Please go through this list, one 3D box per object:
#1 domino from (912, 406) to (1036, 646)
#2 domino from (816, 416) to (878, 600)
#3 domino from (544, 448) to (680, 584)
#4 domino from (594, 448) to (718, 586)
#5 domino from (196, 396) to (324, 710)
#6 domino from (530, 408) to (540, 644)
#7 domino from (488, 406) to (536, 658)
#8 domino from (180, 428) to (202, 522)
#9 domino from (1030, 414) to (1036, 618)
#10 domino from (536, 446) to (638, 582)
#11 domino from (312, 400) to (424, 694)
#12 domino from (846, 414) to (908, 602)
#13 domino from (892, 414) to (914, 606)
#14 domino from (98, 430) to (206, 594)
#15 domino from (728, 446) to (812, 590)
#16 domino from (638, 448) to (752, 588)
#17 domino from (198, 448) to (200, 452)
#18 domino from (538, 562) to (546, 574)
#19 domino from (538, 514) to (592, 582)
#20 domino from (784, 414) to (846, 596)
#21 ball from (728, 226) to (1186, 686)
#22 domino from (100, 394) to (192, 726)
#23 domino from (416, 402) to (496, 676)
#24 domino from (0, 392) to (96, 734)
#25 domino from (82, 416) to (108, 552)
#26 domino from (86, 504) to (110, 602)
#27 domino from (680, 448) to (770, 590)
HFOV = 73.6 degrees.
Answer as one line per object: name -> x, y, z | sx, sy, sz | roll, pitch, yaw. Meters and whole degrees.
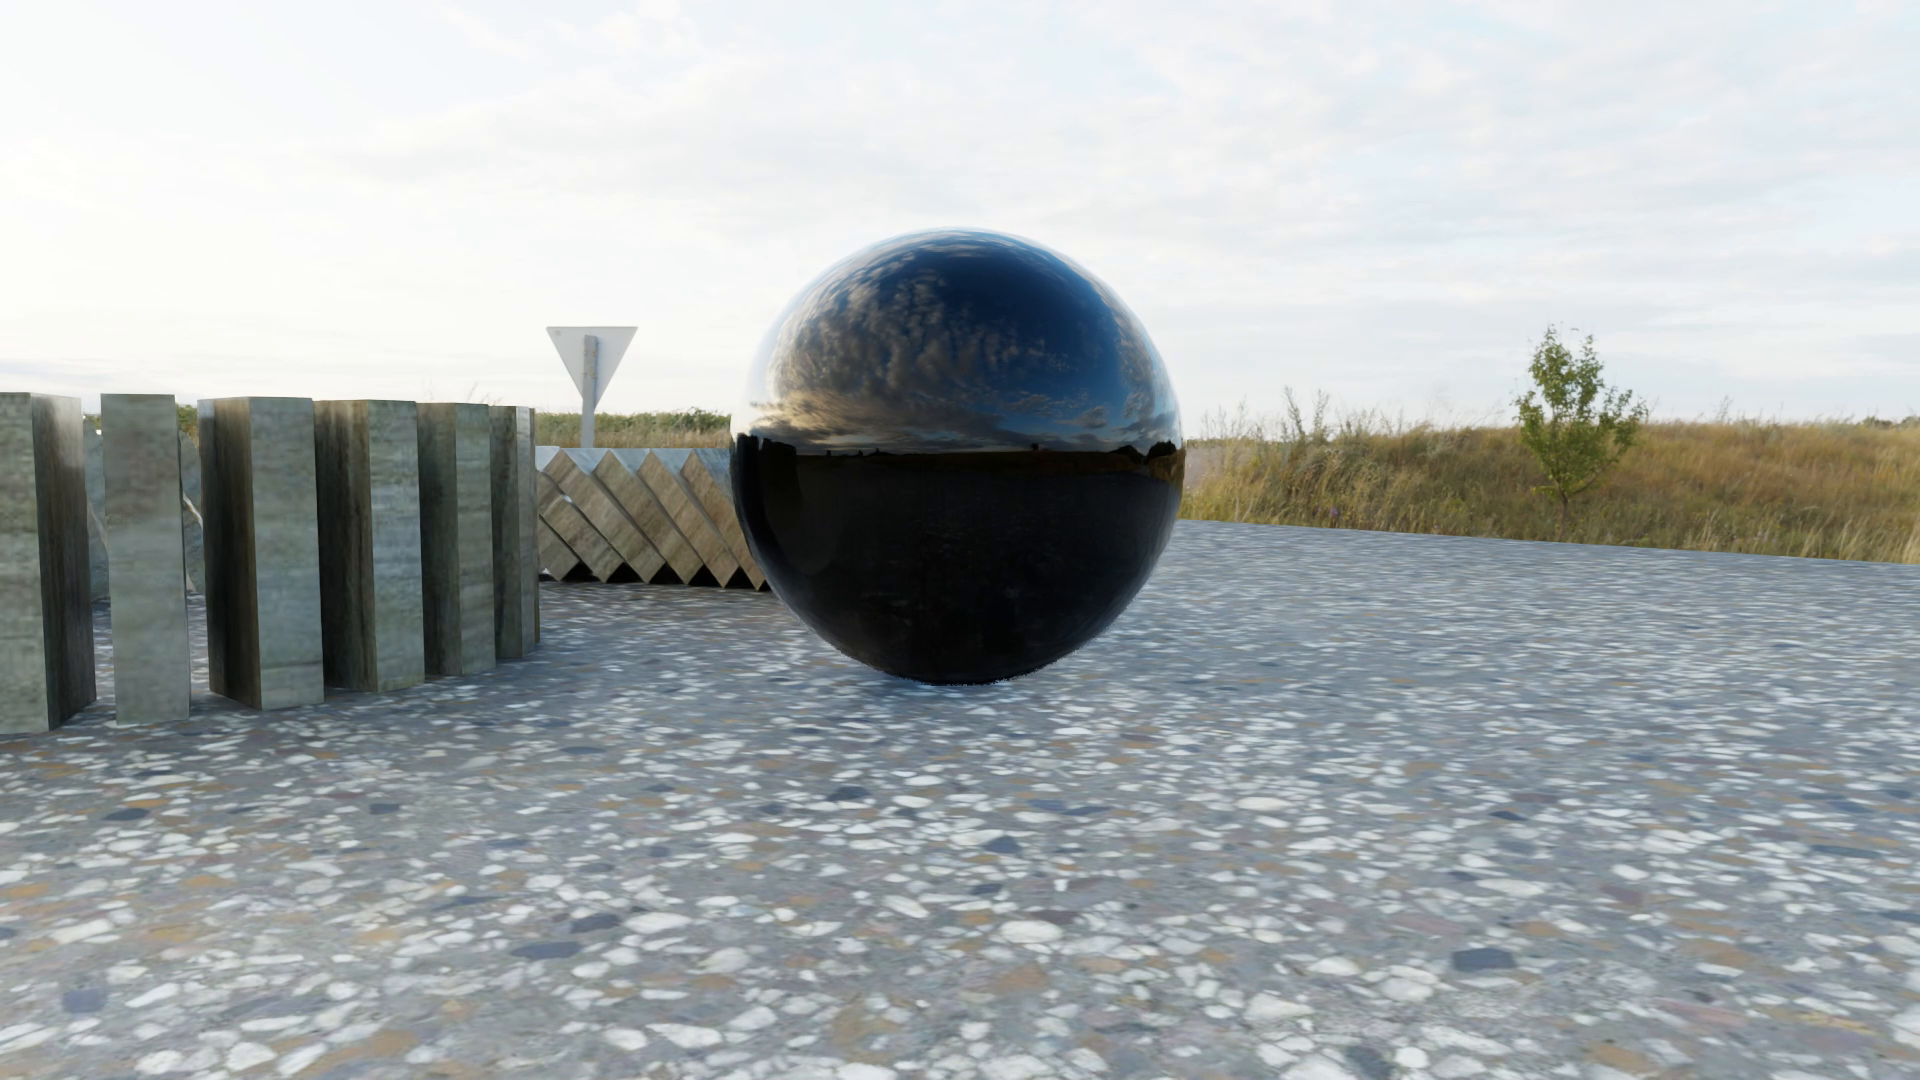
domino -> 0.003, -0.003, 0.272 | 0.025, 0.050, 0.010 | 0, -14, -1
domino -> -0.023, -0.010, 0.360 | 0.025, 0.050, 0.009 | -3, -14, -36
domino -> -0.105, -0.008, 0.404 | 0.050, 0.010, 0.025 | 46, 16, 11
domino -> -0.089, -0.008, 0.401 | 0.050, 0.010, 0.025 | 48, 23, 17
domino -> -0.117, 0.001, 0.215 | 0.025, 0.050, 0.010 | 4, 6, 43
domino -> -0.103, -0.003, 0.273 | 0.025, 0.050, 0.010 | -2, 5, -20
domino -> -0.100, -0.002, 0.258 | 0.025, 0.050, 0.009 | 0, 4, -4
domino -> -0.219, -0.010, 0.376 | 0.010, 0.050, 0.025 | -38, 24, -27
domino -> 0.003, -0.004, 0.282 | 0.025, 0.050, 0.009 | 0, -14, -1
domino -> -0.121, -0.009, 0.406 | 0.050, 0.010, 0.025 | 45, 12, 6
domino -> -0.108, 0.000, 0.228 | 0.025, 0.050, 0.009 | 2, 5, 29
domino -> -0.014, -0.009, 0.354 | 0.025, 0.050, 0.009 | -3, -14, -36
domino -> -0.003, -0.009, 0.344 | 0.025, 0.050, 0.009 | -1, -14, -18
domino -> -0.229, -0.009, 0.367 | 0.009, 0.050, 0.025 | -36, 26, -33
domino -> -0.048, -0.007, 0.381 | 0.025, 0.010, 0.050 | 1, 45, -39
domino -> -0.075, -0.008, 0.395 | 0.050, 0.009, 0.025 | 50, 29, 22
domino -> -0.207, -0.010, 0.385 | 0.009, 0.050, 0.025 | -39, 21, -21
domino -> -0.151, -0.009, 0.407 | 0.009, 0.050, 0.025 | -43, 2, 4
domino -> -0.136, -0.009, 0.407 | 0.010, 0.050, 0.025 | -44, -2, 8
domino -> -0.033, -0.010, 0.366 | 0.025, 0.050, 0.010 | -2, -15, -37
ball -> 0.000, -0.015, 0.227 | 0.080, 0.080, 0.080 | 0, 4, 0
domino -> -0.130, 0.002, 0.205 | 0.010, 0.050, 0.025 | -3, 5, -30
domino -> -0.102, -0.001, 0.242 | 0.025, 0.050, 0.009 | 1, 4, 17
domino -> -0.144, 0.003, 0.198 | 0.009, 0.050, 0.025 | -2, 5, -20
domino -> -0.238, -0.009, 0.356 | 0.025, 0.050, 0.010 | 4, 28, 43
domino -> -0.245, -0.008, 0.344 | 0.025, 0.050, 0.009 | 3, 23, 33
domino -> -0.061, -0.007, 0.388 | 0.025, 0.010, 0.050 | -4, 49, -48
